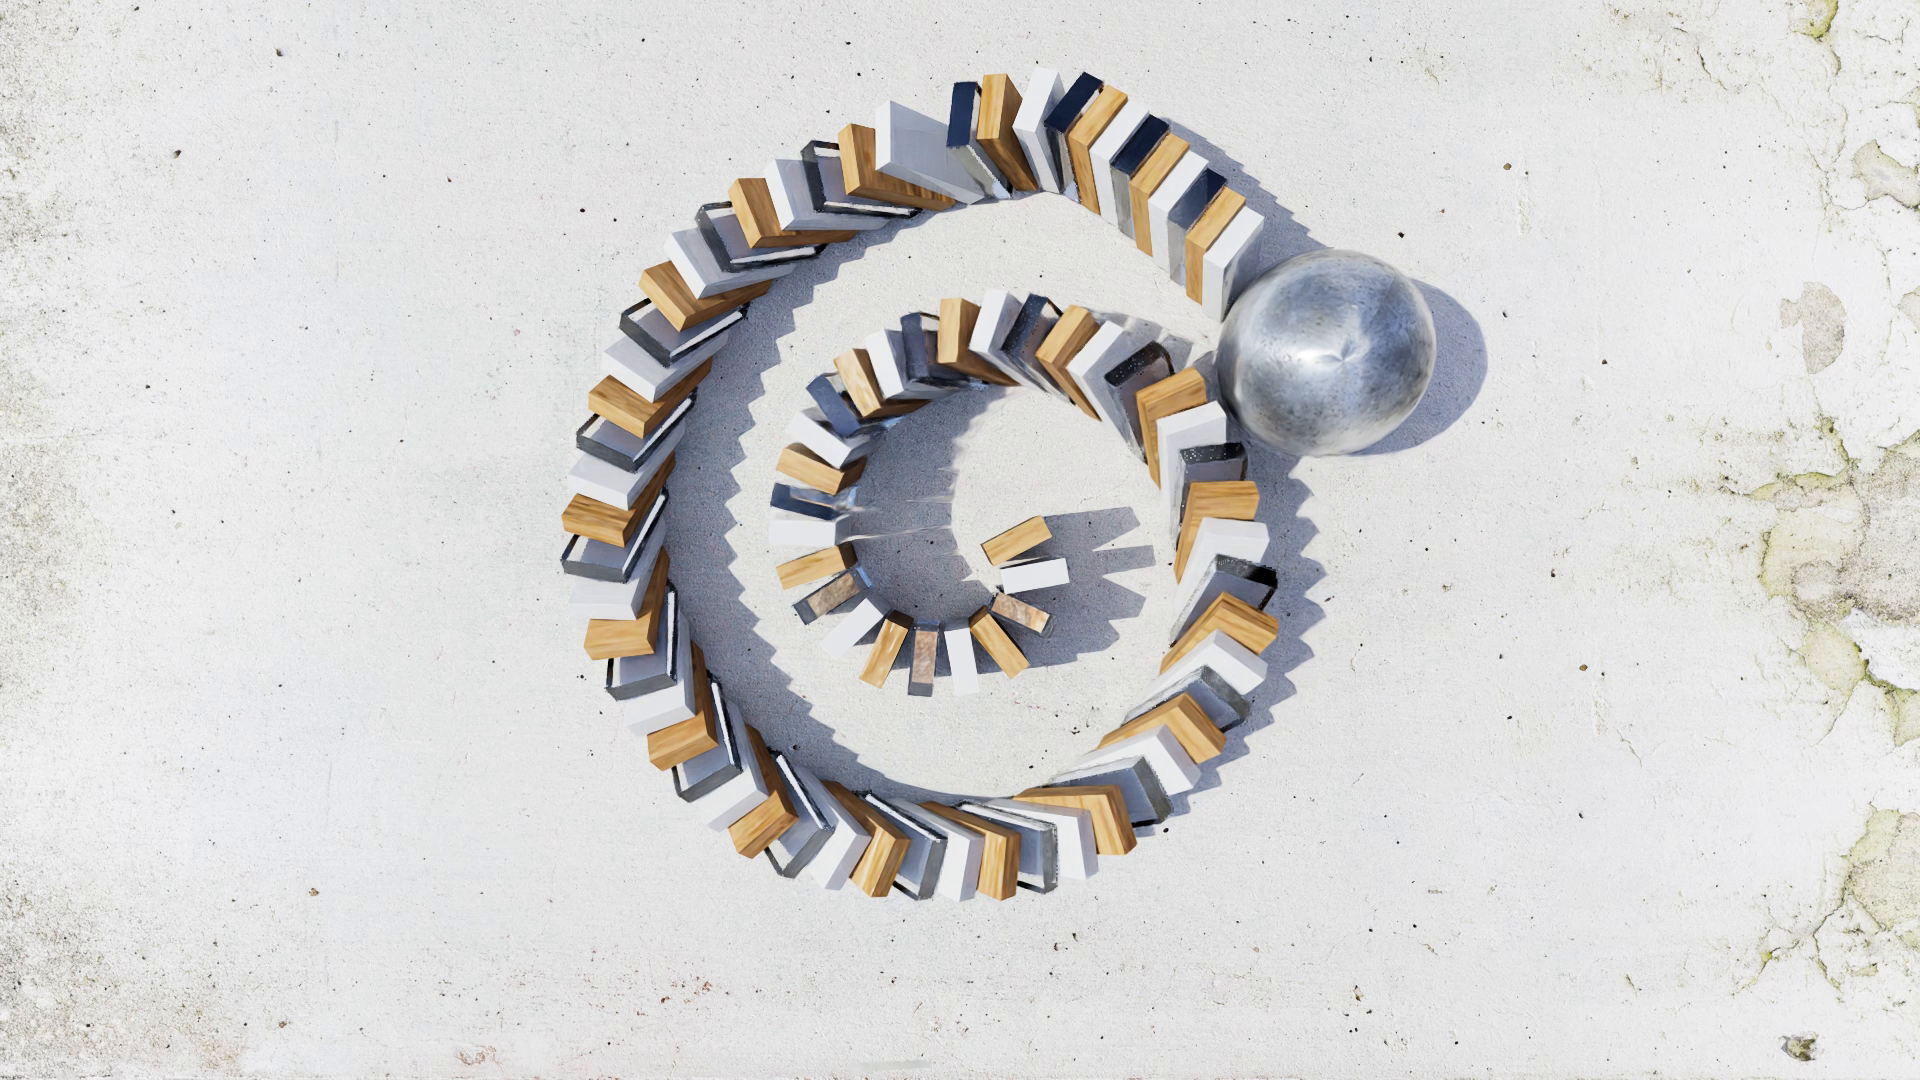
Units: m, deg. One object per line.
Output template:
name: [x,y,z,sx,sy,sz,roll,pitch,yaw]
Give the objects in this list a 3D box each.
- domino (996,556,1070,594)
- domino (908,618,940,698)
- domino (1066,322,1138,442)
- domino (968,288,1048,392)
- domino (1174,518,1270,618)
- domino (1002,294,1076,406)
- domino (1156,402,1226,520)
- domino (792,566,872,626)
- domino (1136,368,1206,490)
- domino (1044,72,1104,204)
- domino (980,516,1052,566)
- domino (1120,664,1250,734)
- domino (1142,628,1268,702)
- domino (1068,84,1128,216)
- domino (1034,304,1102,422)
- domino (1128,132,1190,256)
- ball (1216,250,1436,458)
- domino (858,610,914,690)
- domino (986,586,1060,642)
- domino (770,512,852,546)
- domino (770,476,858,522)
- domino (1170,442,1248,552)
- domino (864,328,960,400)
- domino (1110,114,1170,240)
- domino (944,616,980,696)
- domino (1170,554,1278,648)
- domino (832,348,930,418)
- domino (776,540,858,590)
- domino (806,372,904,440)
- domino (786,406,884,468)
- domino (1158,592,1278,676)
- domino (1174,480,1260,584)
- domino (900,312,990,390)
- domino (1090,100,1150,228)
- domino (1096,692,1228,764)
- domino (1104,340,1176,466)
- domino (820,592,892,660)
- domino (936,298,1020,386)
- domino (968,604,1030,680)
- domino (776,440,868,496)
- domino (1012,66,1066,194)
domino: [0.029,0.014,0.375,0.025,0.050,0.009,-10,90,0]
domino: [-0.014,0.047,0.375,0.009,0.050,0.025,5,90,0]
domino: [0.065,-0.064,0.378,0.025,0.050,0.010,-48,49,0]
domino: [0.024,-0.081,0.377,0.009,0.050,0.025,18,90,35]
domino: [0.107,0.013,0.379,0.025,0.009,0.050,6,134,0]
domino: [0.038,-0.077,0.377,0.009,0.050,0.025,27,90,37]
domino: [0.096,-0.032,0.379,0.025,0.050,0.010,-18,47,0]
domino: [-0.051,0.022,0.375,0.025,0.050,0.009,-33,90,0]
domino: [0.089,-0.045,0.378,0.025,0.050,0.010,-25,47,-1]
domino: [0.050,-0.163,0.375,0.010,0.050,0.025,38,90,18]
domino: [0.022,0.000,0.375,0.025,0.050,0.009,-28,90,0]
domino: [0.092,0.073,0.379,0.025,0.010,0.050,43,133,-1]
domino: [0.100,0.060,0.379,0.025,0.009,0.050,35,133,-1]
domino: [0.059,-0.158,0.375,0.009,0.050,0.025,39,90,18]
domino: [0.052,-0.072,0.378,0.010,0.050,0.025,35,90,39]
domino: [0.082,-0.140,0.375,0.010,0.050,0.025,39,90,18]
ball: [0.142,-0.072,0.360,0.080,0.080,0.080,0,90,0]
domino: [-0.029,0.044,0.375,0.009,0.050,0.025,25,90,0]
domino: [0.025,0.029,0.375,0.025,0.050,0.010,25,90,0]
domino: [-0.060,-0.005,0.375,0.025,0.050,0.010,3,95,0]
domino: [-0.059,-0.018,0.375,0.025,0.050,0.009,14,99,0]
domino: [0.102,-0.017,0.379,0.025,0.050,0.009,-7,46,0]
domino: [-0.019,-0.071,0.376,0.009,0.050,0.025,-18,90,27]
domino: [0.075,-0.147,0.375,0.010,0.050,0.025,39,90,18]
domino: [0.001,0.047,0.375,0.010,0.050,0.025,-10,90,0]
domino: [0.108,0.029,0.379,0.025,0.009,0.050,17,134,0]
domino: [-0.031,-0.065,0.375,0.009,0.050,0.025,-26,90,24]
domino: [-0.057,0.010,0.375,0.025,0.050,0.009,-18,93,0]
domino: [-0.042,-0.056,0.375,0.009,0.050,0.025,-36,90,20]
domino: [-0.050,-0.044,0.375,0.025,0.050,0.009,36,107,0]
domino: [0.106,0.045,0.379,0.025,0.009,0.050,27,134,-1]
domino: [0.105,-0.002,0.379,0.025,0.009,0.050,-2,135,0]
domino: [-0.005,-0.077,0.376,0.009,0.050,0.025,-8,90,31]
domino: [0.067,-0.152,0.375,0.009,0.050,0.025,39,90,18]
domino: [0.082,0.085,0.380,0.025,0.009,0.050,48,133,0]
domino: [0.078,-0.056,0.378,0.025,0.050,0.010,-35,48,0]
domino: [-0.042,0.034,0.375,0.025,0.050,0.009,-44,90,0]
domino: [0.009,-0.080,0.376,0.010,0.050,0.025,4,90,33]
domino: [0.015,0.041,0.375,0.009,0.050,0.025,-39,90,0]
domino: [-0.055,-0.031,0.375,0.025,0.050,0.009,24,103,0]
domino: [0.036,-0.166,0.375,0.010,0.050,0.025,21,90,18]
